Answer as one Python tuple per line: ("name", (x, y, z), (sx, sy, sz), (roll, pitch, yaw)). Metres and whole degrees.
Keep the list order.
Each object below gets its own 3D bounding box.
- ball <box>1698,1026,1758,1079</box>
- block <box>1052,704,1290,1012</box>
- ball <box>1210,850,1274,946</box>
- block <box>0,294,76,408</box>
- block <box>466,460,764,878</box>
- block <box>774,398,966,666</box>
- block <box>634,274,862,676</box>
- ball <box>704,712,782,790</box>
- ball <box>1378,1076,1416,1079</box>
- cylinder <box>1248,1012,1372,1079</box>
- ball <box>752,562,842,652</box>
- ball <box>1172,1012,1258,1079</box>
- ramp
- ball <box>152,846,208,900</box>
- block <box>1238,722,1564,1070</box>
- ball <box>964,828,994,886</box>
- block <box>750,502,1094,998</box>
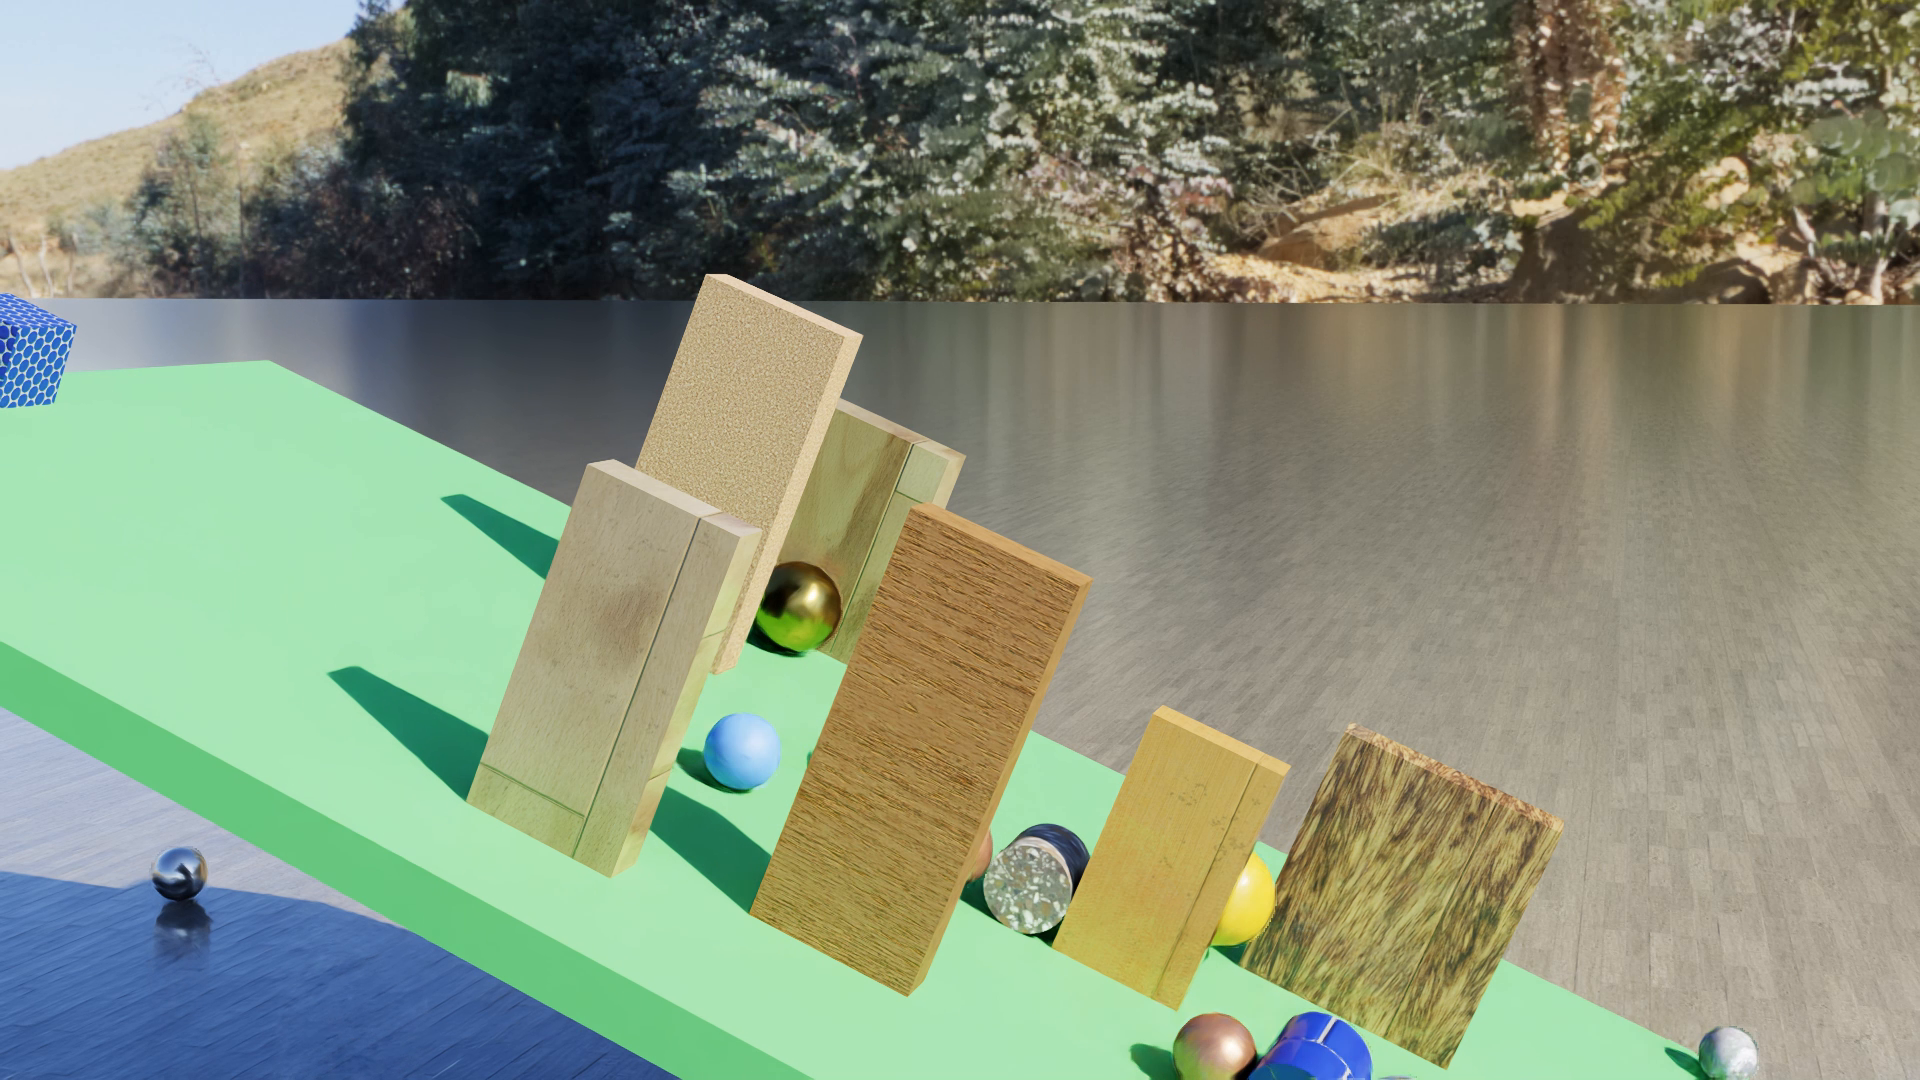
("ball", (1.606, 1.079, 4.603), (0.118, 0.118, 0.118), (0, 7, 0))
("block", (0.370, 0.561, 3.879), (0.248, 0.471, 0.084), (25, 13, 13))
("ball", (0.489, 0.661, 4.118), (0.199, 0.199, 0.199), (0, 7, 0))
("block", (-1.979, -0.392, 4.544), (0.178, 0.178, 0.178), (25, 13, 12))
("block", (-0.555, 0.205, 3.507), (0.277, 0.601, 0.093), (25, 13, 13))
("block", (-0.296, -0.035, 5.066), (0.439, 0.533, 0.132), (25, 13, 13))
("block", (-0.501, -0.137, 4.612), (0.328, 0.768, 0.109), (25, 13, 13))
("ball", (-0.400, 0.389, 4.049), (0.143, 0.143, 0.143), (0, 7, 0))
("ball", (0.714, 0.950, 3.574), (0.155, 0.155, 0.155), (0, 7, 0))
("cylinder", (0.558, 0.871, 3.530), (0.163, 0.163, 0.163), (4, 21, 28))
("ball", (-0.368, 0.150, 4.933), (0.205, 0.205, 0.205), (0, 7, 0))
("ball", (0.414, 0.838, 3.573), (0.138, 0.138, 0.138), (0, 7, 0))
("ramp", (-0.300, 0.529, 4.191), (4.000, 0.100, 2.000), (25, 13, 13))
("ball", (-2.310, 0.988, 6.512), (0.159, 0.159, 0.159), (0, 7, 0))
("block", (0.823, 0.665, 4.128), (0.427, 0.504, 0.100), (25, 13, 13))
("ball", (-0.013, 0.548, 3.943), (0.148, 0.148, 0.148), (0, 7, 0))
("block", (-0.067, 0.334, 3.498), (0.294, 0.729, 0.088), (25, 13, 13))
